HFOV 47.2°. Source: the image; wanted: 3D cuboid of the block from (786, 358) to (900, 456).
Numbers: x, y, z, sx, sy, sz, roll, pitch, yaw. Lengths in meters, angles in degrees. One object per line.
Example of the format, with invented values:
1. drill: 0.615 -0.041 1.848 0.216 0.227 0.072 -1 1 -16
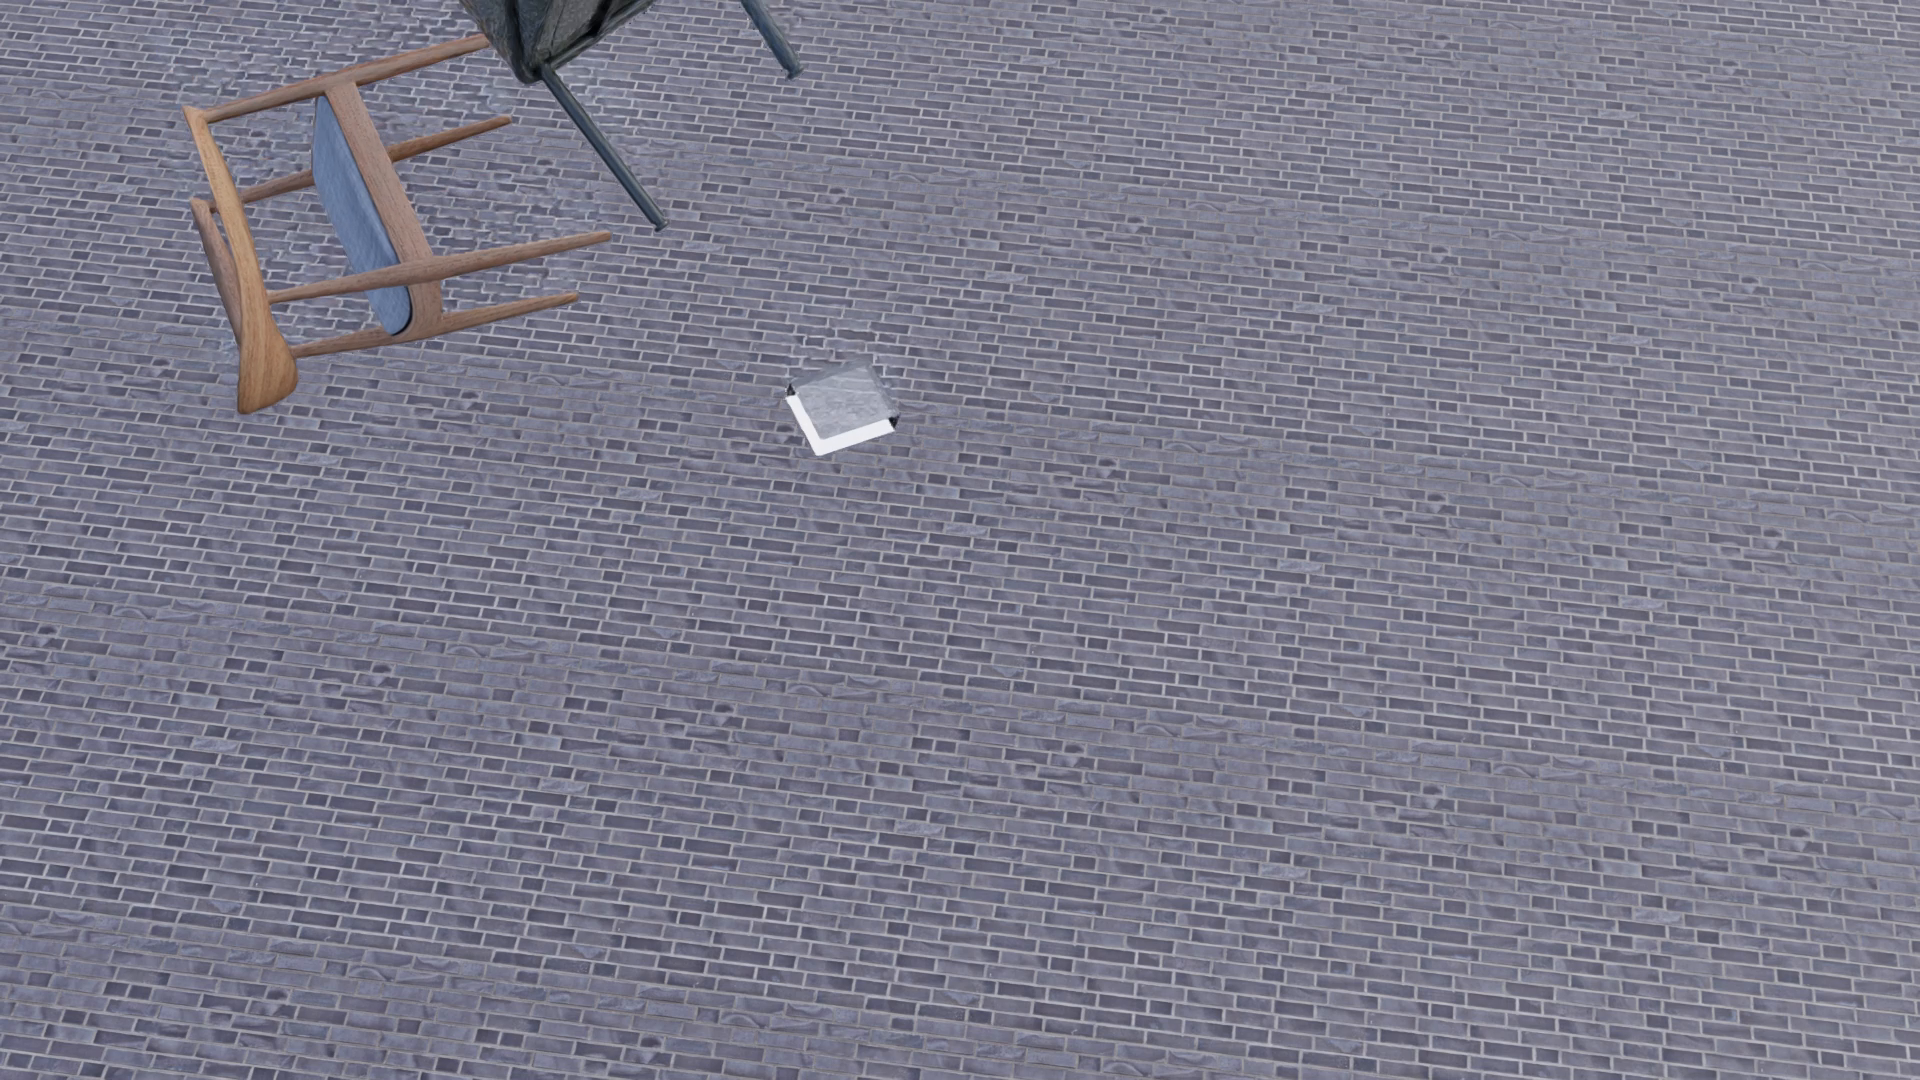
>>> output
1. block: -0.213 -0.242 3.981 0.157 0.053 0.135 -19 66 -22
